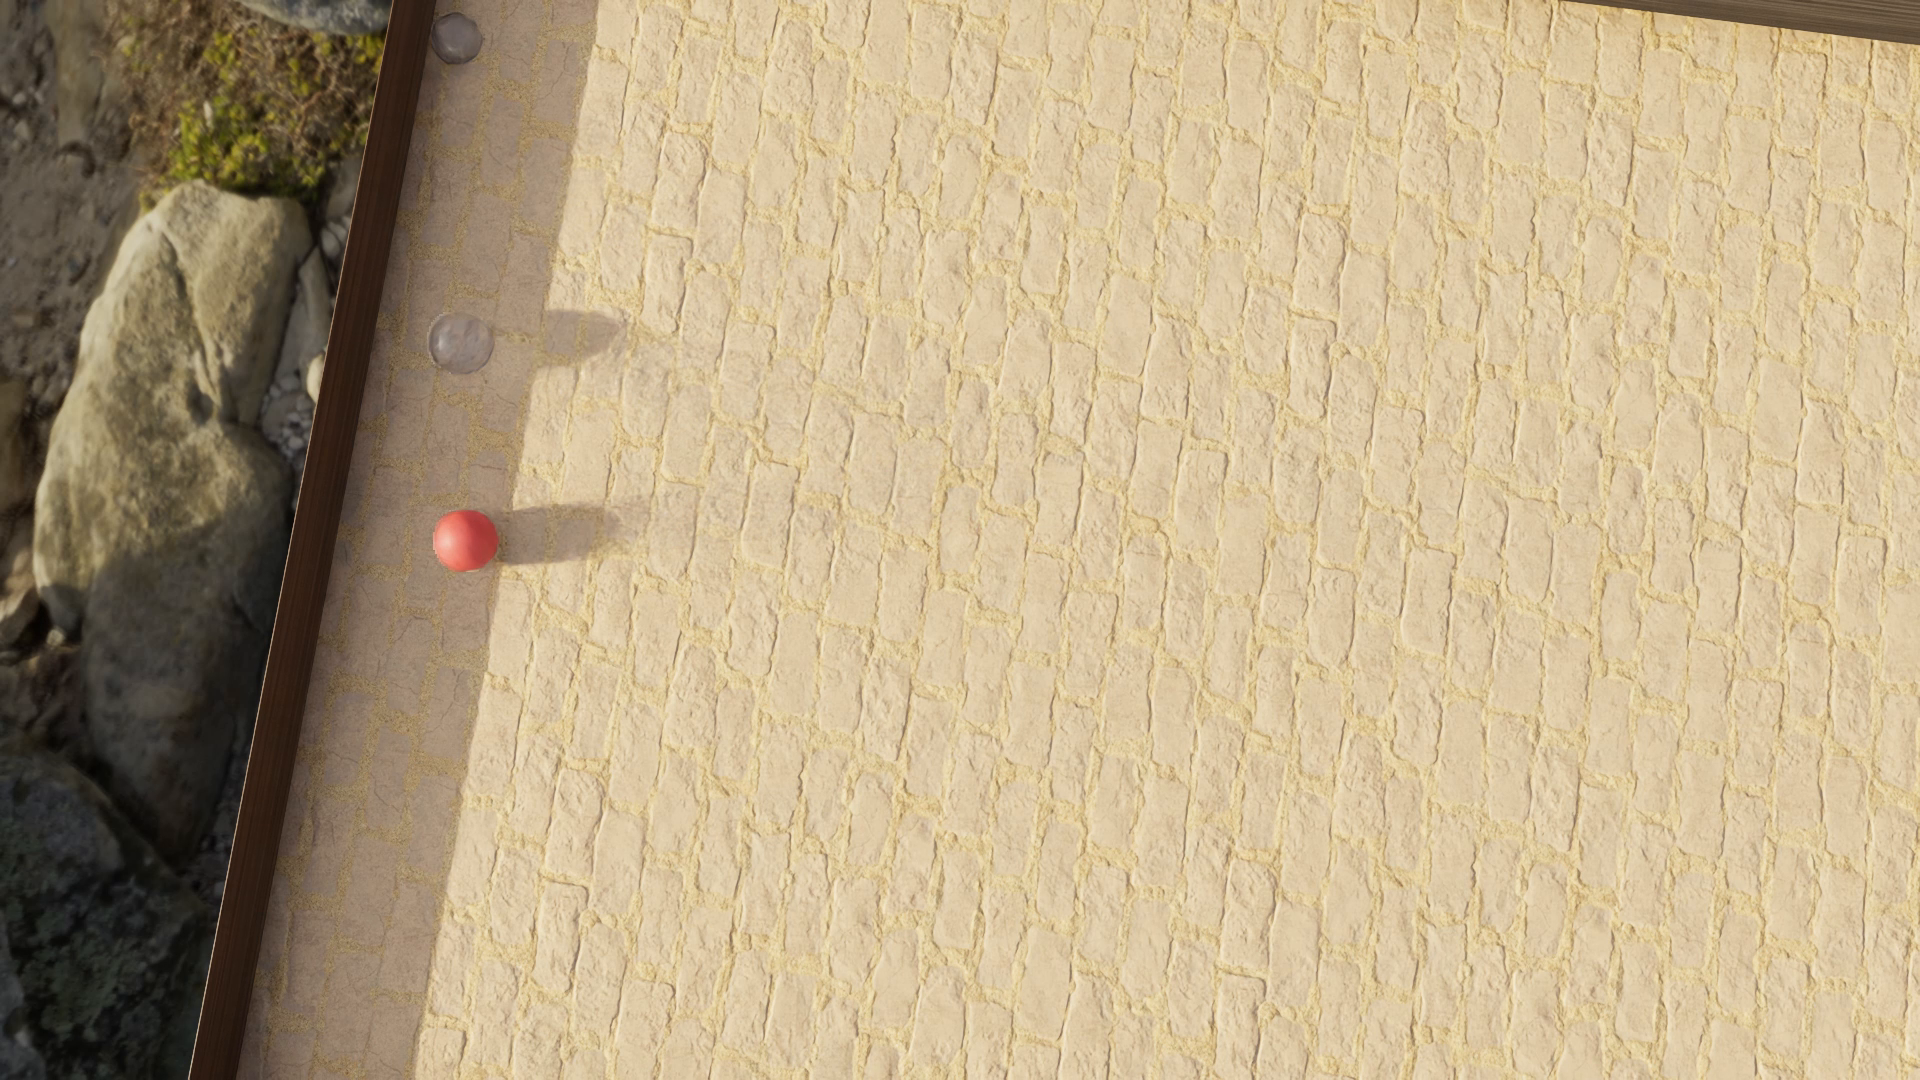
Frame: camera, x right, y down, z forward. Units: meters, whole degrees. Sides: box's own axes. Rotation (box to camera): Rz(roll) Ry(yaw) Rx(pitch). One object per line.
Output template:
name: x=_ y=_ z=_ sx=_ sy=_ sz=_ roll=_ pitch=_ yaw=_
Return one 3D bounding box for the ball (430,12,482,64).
ball: x=-0.782 y=-0.779 z=3.417 sx=0.079 sy=0.079 sz=0.079 roll=0 pitch=80 yaw=0

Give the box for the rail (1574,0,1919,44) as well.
rail: x=1.084 y=-0.839 z=3.403 sx=3.849 sy=0.125 sz=0.045 roll=8 pitch=80 yaw=1

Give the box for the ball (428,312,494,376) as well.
ball: x=-0.754 y=-0.297 z=3.323 sx=0.096 sy=0.096 sz=0.096 roll=0 pitch=80 yaw=0

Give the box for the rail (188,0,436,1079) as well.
rail: x=-0.930 y=-0.125 z=3.277 sx=0.045 sy=0.125 sz=2.017 roll=8 pitch=80 yaw=1

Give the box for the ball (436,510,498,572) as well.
ball: x=-0.734 y=0.001 z=3.273 sx=0.092 sy=0.092 sz=0.092 roll=0 pitch=80 yaw=0
